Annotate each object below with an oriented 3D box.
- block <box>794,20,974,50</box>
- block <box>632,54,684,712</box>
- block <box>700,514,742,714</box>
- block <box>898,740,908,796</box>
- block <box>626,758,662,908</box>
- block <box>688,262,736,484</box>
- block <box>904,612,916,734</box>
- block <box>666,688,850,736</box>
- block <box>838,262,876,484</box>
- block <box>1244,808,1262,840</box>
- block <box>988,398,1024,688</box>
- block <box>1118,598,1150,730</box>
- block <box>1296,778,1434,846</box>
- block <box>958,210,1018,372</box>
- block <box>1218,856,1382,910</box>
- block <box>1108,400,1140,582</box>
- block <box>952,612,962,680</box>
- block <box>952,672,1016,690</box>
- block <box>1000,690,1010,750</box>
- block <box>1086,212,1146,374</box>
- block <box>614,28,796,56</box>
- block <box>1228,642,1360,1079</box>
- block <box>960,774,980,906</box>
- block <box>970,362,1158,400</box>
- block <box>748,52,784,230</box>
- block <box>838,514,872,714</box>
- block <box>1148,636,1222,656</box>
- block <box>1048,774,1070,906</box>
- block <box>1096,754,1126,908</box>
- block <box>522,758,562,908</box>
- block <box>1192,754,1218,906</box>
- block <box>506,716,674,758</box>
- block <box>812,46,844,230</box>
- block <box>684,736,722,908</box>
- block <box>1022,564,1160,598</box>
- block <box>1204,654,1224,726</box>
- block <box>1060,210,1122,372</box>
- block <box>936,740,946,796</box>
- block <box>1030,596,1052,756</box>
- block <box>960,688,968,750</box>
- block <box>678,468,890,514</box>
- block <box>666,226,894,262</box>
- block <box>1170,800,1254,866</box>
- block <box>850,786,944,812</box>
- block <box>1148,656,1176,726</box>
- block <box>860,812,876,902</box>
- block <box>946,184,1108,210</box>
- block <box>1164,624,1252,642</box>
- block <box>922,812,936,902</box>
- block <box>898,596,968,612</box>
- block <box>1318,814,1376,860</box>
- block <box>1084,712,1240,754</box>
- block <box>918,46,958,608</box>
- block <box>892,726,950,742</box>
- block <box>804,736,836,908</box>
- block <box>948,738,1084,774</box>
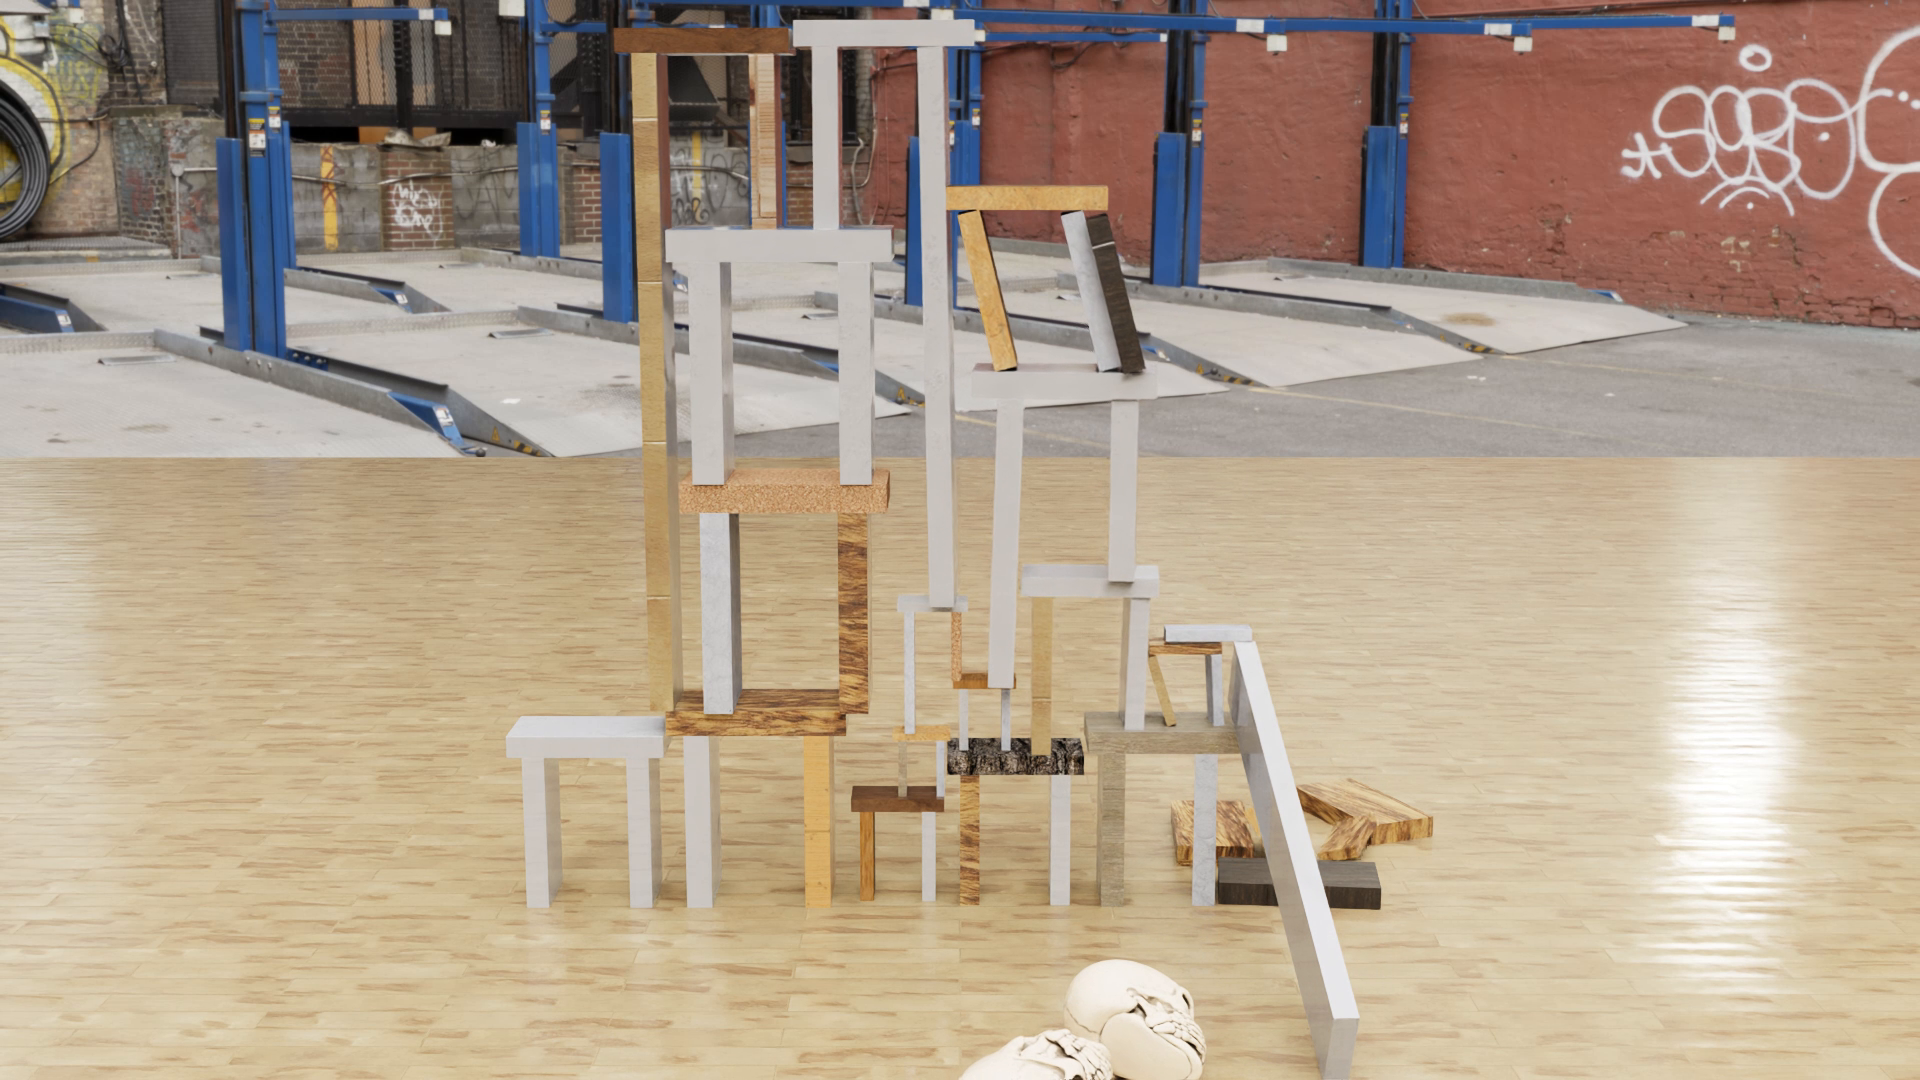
[{"bbox_3d":[-0.116,-0.785,3.419,0.276,0.039,0.138,0,10,0],"label":"block"},{"bbox_3d":[-0.482,-0.246,3.515,0.038,1.036,0.133,0,11,0],"label":"block"},{"bbox_3d":[-0.388,0.104,3.576,0.046,0.327,0.163,0,11,0],"label":"block"},{"bbox_3d":[-0.095,0.371,3.632,0.013,0.095,0.047,0,11,0],"label":"block"},{"bbox_3d":[-0.522,0.466,3.642,0.036,0.254,0.127,0,11,0],"label":"block"},{"bbox_3d":[-0.395,-0.273,3.506,0.049,0.347,0.174,0,11,0],"label":"block"},{"bbox_3d":[-0.082,0.212,3.601,0.016,0.204,0.057,0,11,0],"label":"block"},{"bbox_3d":[-0.329,0.283,3.617,0.291,0.041,0.145,0,11,0],"label":"block"},{"bbox_3d":[-0.164,-0.273,3.506,0.049,0.347,0.174,0,11,0],"label":"block"},{"bbox_3d":[0.538,0.521,3.856,0.020,0.069,0.139,-35,11,3],"label":"block"},{"bbox_3d":[0.073,-0.005,3.555,0.041,0.466,0.145,2,11,1],"label":"block"},{"bbox_3d":[0.284,0.189,3.598,0.031,0.220,0.110,2,10,-2],"label":"block"},{"bbox_3d":[0.740,0.499,4.057,0.131,0.037,0.263,-5,11,-23],"label":"block"},{"bbox_3d":[0.045,-0.399,3.485,0.035,0.249,0.125,-13,10,4],"label":"block"},{"bbox_3d":[0.563,0.572,3.666,0.263,0.037,0.131,1,11,6],"label":"block"},{"bbox_3d":[0.264,-0.090,3.531,0.041,0.291,0.145,1,11,5],"label":"block"},{"bbox_3d":[-0.006,0.168,3.593,0.016,0.114,0.057,0,11,0],"label":"block"},{"bbox_3d":[0.040,0.231,3.606,0.104,0.015,0.052,0,11,0],"label":"block"},{"bbox_3d":[0.075,0.289,3.617,0.015,0.104,0.052,0,11,0],"label":"block"},{"bbox_3d":[0.242,-0.388,3.443,0.034,0.243,0.122,-14,10,5],"label":"block"},{"bbox_3d":[-0.394,-0.773,3.416,0.266,0.038,0.133,0,11,0],"label":"block"},{"bbox_3d":[0.481,0.445,3.247,0.034,0.121,0.823,-1,34,-3],"label":"block"},{"bbox_3d":[0.016,0.481,3.648,0.031,0.222,0.111,0,11,0],"label":"block"},{"bbox_3d":[0.167,-0.254,3.502,0.291,0.041,0.145,1,11,4],"label":"block"},{"bbox_3d":[-0.303,-0.624,3.444,0.038,0.266,0.133,0,11,0],"label":"block"},{"bbox_3d":[-0.170,0.104,3.576,0.046,0.327,0.163,0,11,0],"label":"block"},{"bbox_3d":[0.365,0.173,3.597,0.119,0.017,0.059,-1,11,-1],"label":"block"},{"bbox_3d":[0.164,0.481,3.648,0.031,0.222,0.111,0,11,0],"label":"block"},{"bbox_3d":[0.250,0.463,3.645,0.037,0.259,0.130,0,11,0],"label":"block"},{"bbox_3d":[-0.691,0.466,3.642,0.036,0.254,0.127,0,11,0],"label":"block"},{"bbox_3d":[0.407,0.462,3.650,0.037,0.259,0.130,1,11,7],"label":"block"},{"bbox_3d":[-0.607,0.324,3.615,0.254,0.036,0.127,0,11,0],"label":"block"},{"bbox_3d":[-0.207,-0.630,3.449,0.039,0.276,0.138,0,10,0],"label":"block"},{"bbox_3d":[-0.426,0.446,3.647,0.041,0.291,0.145,0,11,0],"label":"block"},{"bbox_3d":[0.212,0.066,3.573,0.220,0.031,0.110,0,11,3],"label":"block"},{"bbox_3d":[0.417,0.240,3.607,0.017,0.119,0.059,-4,11,-4],"label":"block"},{"bbox_3d":[0.207,-0.397,3.477,0.035,0.249,0.125,-14,10,5],"label":"block"},{"bbox_3d":[-0.032,0.371,3.632,0.013,0.095,0.047,0,11,0],"label":"block"},{"bbox_3d":[0.133,0.210,3.603,0.031,0.263,0.110,0,11,1],"label":"block"},{"bbox_3d":[0.006,0.289,3.617,0.015,0.103,0.052,0,11,0],"label":"block"},{"bbox_3d":[-0.279,-0.080,3.542,0.327,0.046,0.163,0,11,0],"label":"block"},{"bbox_3d":[-0.279,-0.468,3.470,0.347,0.049,0.174,0,11,0],"label":"block"},{"bbox_3d":[0.448,0.523,3.929,0.131,0.037,0.263,1,11,3],"label":"block"},{"bbox_3d":[-0.102,0.429,3.641,0.153,0.022,0.076,0,11,0],"label":"block"},{"bbox_3d":[0.328,0.241,3.606,0.017,0.119,0.059,-17,10,3],"label":"block"},{"bbox_3d":[-0.153,0.514,3.657,0.022,0.153,0.076,0,11,0],"label":"block"},{"bbox_3d":[0.107,-0.538,3.453,0.249,0.035,0.125,1,11,3],"label":"block"},{"bbox_3d":[0.404,0.152,3.587,0.139,0.020,0.069,0,4,2],"label":"block"},{"bbox_3d":[-0.051,0.514,3.657,0.022,0.153,0.076,0,10,0],"label":"block"},{"bbox_3d":[-0.044,0.104,3.581,0.114,0.016,0.057,0,10,0],"label":"block"},{"bbox_3d":[0.680,0.524,3.861,0.069,0.020,0.139,-16,10,28],"label":"block"},{"bbox_3d":[0.337,0.317,3.620,0.259,0.037,0.130,0,11,0],"label":"block"},{"bbox_3d":[-0.034,-0.336,3.503,0.039,0.875,0.138,-1,10,3],"label":"block"},{"bbox_3d":[-0.063,0.318,3.622,0.095,0.013,0.047,0,11,0],"label":"block"},{"bbox_3d":[-0.232,0.446,3.647,0.041,0.291,0.145,0,11,0],"label":"block"},{"bbox_3d":[0.090,0.356,3.624,0.222,0.031,0.111,0,11,0],"label":"block"}]
